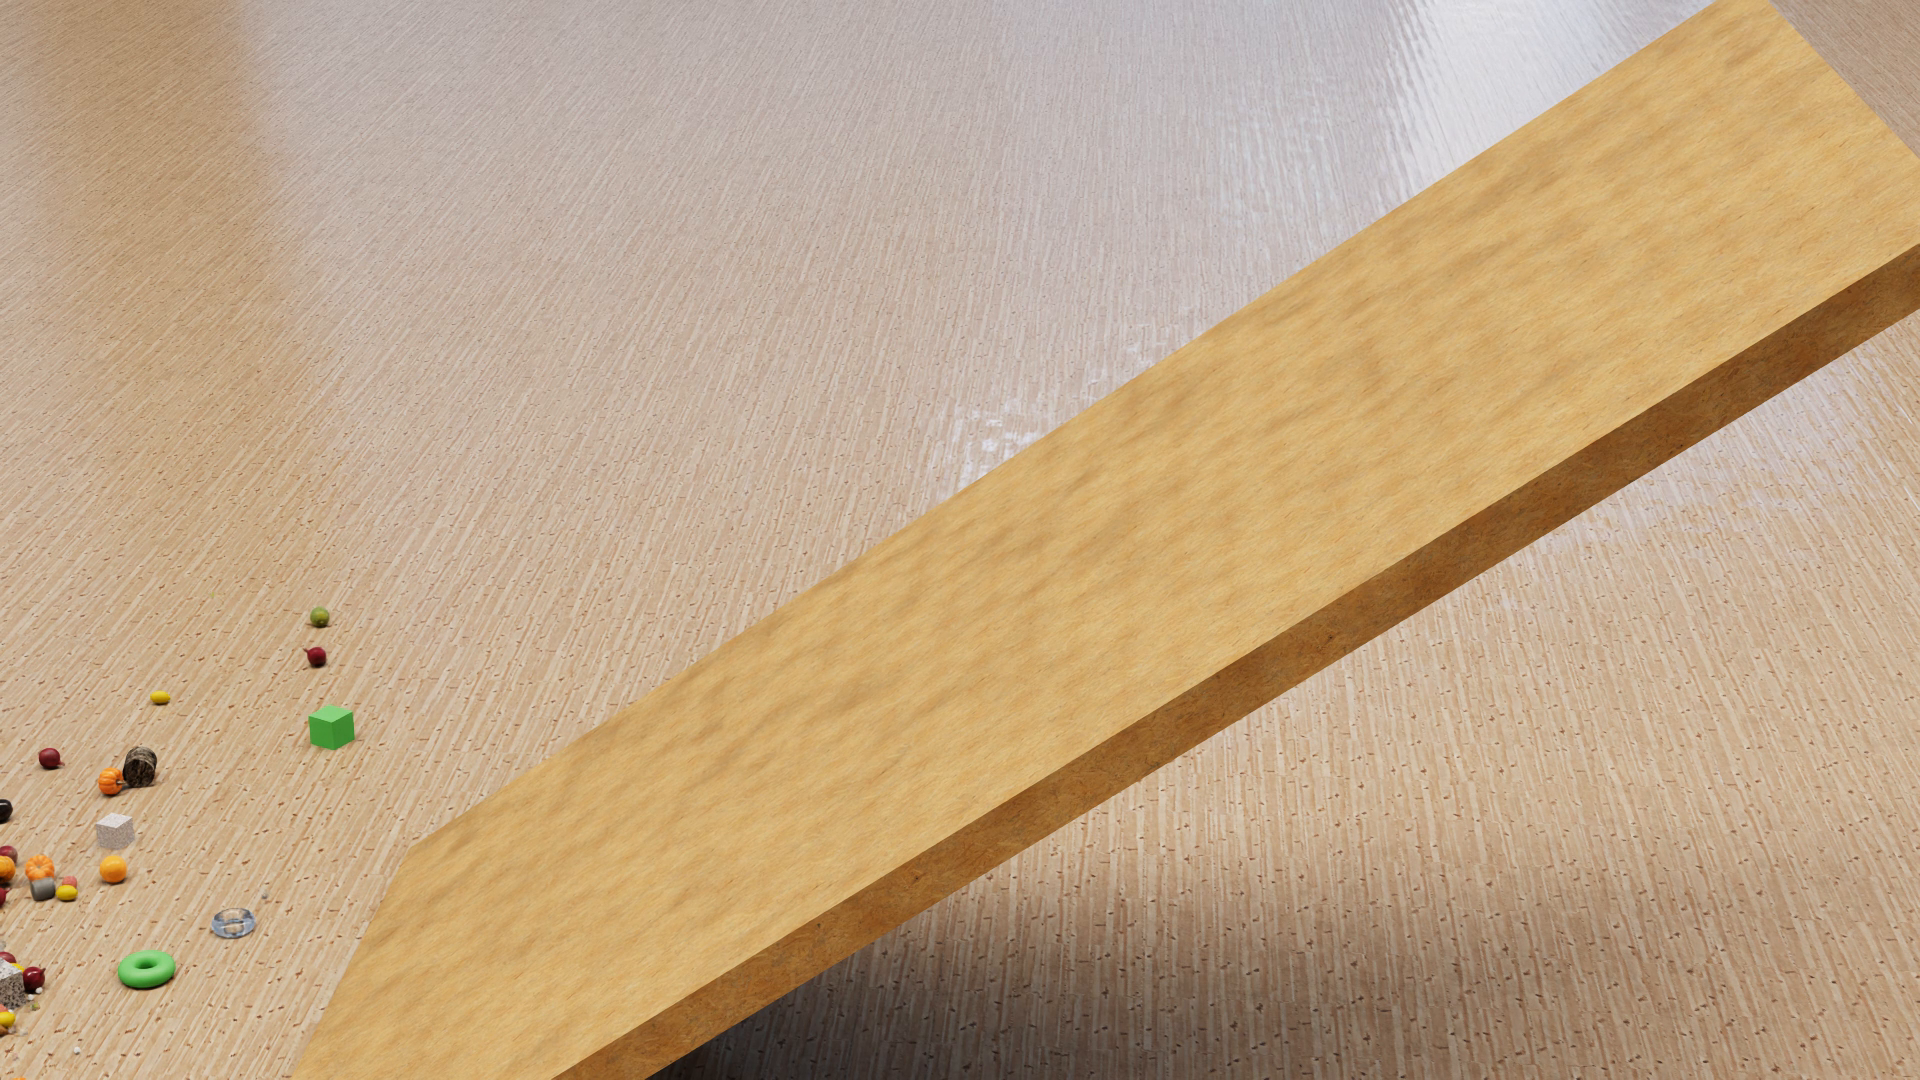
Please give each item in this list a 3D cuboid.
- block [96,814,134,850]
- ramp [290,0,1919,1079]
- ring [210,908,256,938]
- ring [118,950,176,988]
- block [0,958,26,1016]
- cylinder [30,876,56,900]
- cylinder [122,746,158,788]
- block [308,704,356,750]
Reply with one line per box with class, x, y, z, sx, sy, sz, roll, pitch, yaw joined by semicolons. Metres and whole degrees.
block;-2.281;0.788;7.942;0.069;0.069;0.069;9;23;21
ramp;0.134;0.175;6.309;4.000;0.100;2.000;-33;16;15
ring;-1.855;0.977;7.509;0.113;0.038;0.113;1;23;0
ring;-2.013;1.062;7.281;0.140;0.047;0.140;1;22;0
block;-2.341;1.089;7.146;0.094;0.094;0.094;18;28;38
cylinder;-2.389;0.907;7.663;0.052;0.052;0.052;-7;22;-36
cylinder;-2.311;0.640;8.290;0.087;0.087;0.087;-4;23;-9
block;-1.822;0.544;8.530;0.089;0.089;0.089;12;25;29
